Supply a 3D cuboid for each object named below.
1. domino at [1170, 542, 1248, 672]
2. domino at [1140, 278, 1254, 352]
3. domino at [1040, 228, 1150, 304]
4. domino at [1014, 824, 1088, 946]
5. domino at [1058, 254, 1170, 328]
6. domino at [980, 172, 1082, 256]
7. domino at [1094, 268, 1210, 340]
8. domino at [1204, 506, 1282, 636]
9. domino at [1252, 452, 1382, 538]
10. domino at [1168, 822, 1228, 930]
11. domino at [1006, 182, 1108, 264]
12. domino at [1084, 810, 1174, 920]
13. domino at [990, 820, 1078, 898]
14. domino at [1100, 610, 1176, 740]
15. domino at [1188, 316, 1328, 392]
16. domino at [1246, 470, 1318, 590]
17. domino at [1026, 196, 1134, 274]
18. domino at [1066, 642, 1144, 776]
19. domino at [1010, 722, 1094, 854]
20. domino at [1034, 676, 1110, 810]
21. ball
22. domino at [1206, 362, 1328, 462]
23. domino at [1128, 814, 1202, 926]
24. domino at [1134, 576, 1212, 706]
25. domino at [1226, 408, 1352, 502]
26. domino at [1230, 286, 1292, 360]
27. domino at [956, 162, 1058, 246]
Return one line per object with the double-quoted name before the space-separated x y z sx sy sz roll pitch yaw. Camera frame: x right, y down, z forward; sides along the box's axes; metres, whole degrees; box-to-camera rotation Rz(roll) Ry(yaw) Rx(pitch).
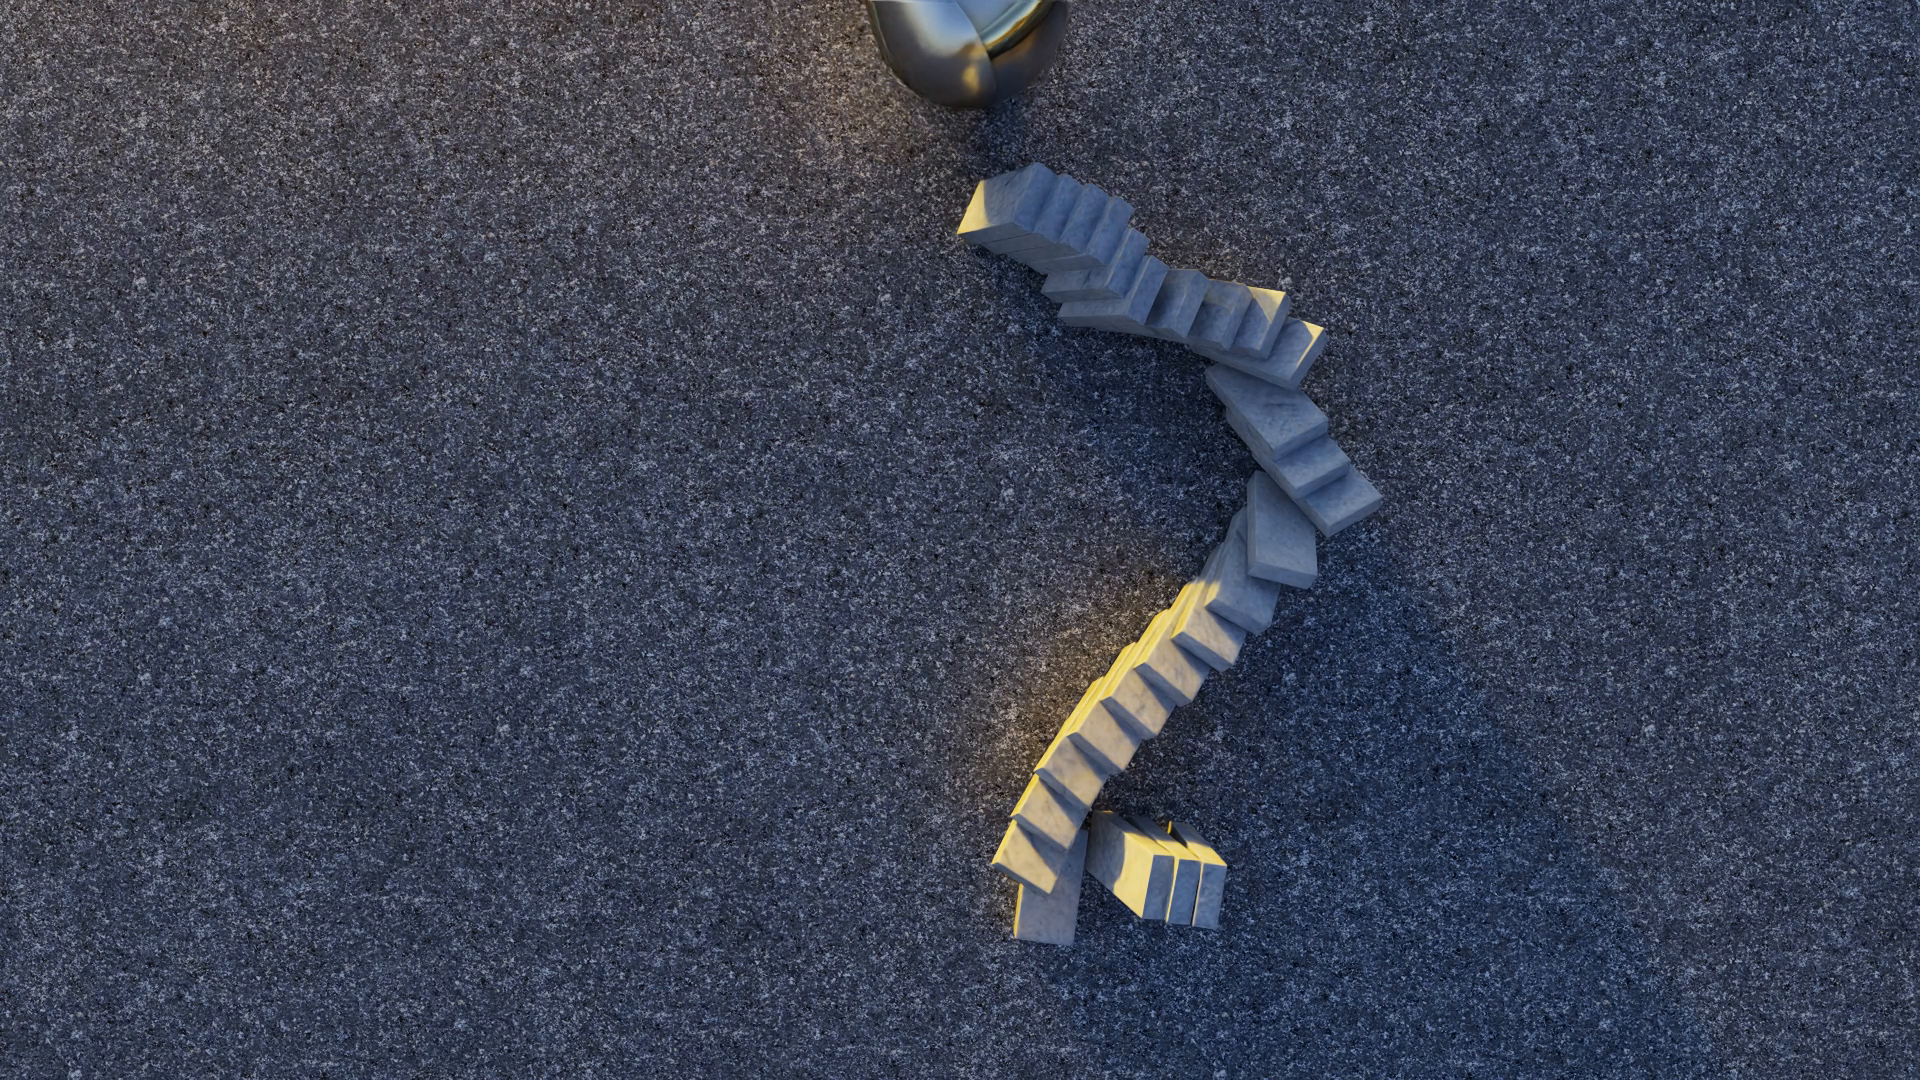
"domino" 0.109 0.028 0.383 0.025 0.010 0.050 34 59 0
"domino" 0.093 -0.096 0.380 0.050 0.010 0.025 24 90 41
"domino" 0.054 -0.112 0.376 0.009 0.050 0.025 24 90 -29
"domino" 0.039 0.147 0.395 0.025 0.010 0.050 8 90 0
"domino" 0.062 -0.101 0.376 0.010 0.050 0.025 24 90 -29
"domino" 0.028 -0.133 0.376 0.009 0.050 0.025 24 90 -29
"domino" 0.076 -0.098 0.377 0.009 0.050 0.025 24 90 -38
"domino" 0.121 0.012 0.383 0.025 0.009 0.050 28 58 0
"domino" 0.148 -0.027 0.382 0.025 0.010 0.050 -29 57 -4
"domino" 0.095 0.136 0.375 0.009 0.050 0.025 9 90 -2
"domino" 0.038 -0.129 0.376 0.010 0.050 0.025 24 90 -29
"domino" 0.068 0.132 0.375 0.010 0.050 0.025 11 90 -19
"domino" 0.036 0.119 0.383 0.025 0.010 0.050 32 59 1
"domino" 0.082 0.056 0.384 0.025 0.010 0.050 41 61 0
"domino" 0.123 -0.083 0.381 0.050 0.009 0.025 34 90 37
"domino" 0.133 -0.005 0.381 0.025 0.010 0.050 14 52 0
"domino" 0.048 -0.124 0.376 0.009 0.050 0.025 24 90 -29
"domino" 0.069 0.070 0.384 0.025 0.010 0.050 40 60 0
"domino" 0.045 0.101 0.383 0.025 0.010 0.050 37 59 0
"domino" 0.055 0.085 0.383 0.025 0.010 0.050 41 60 0
"ball" 0.003 -0.213 0.360 0.080 0.080 0.080 0 90 0
"domino" 0.127 -0.058 0.382 0.025 0.010 0.050 -28 57 0
"domino" 0.081 0.134 0.375 0.010 0.050 0.025 11 90 -12
"domino" 0.096 0.042 0.383 0.025 0.010 0.050 40 60 0
"domino" 0.136 -0.042 0.382 0.025 0.010 0.050 -28 57 -2
"domino" 0.108 -0.093 0.381 0.050 0.010 0.025 24 90 38
"domino" 0.018 -0.137 0.376 0.010 0.050 0.025 24 90 -29
